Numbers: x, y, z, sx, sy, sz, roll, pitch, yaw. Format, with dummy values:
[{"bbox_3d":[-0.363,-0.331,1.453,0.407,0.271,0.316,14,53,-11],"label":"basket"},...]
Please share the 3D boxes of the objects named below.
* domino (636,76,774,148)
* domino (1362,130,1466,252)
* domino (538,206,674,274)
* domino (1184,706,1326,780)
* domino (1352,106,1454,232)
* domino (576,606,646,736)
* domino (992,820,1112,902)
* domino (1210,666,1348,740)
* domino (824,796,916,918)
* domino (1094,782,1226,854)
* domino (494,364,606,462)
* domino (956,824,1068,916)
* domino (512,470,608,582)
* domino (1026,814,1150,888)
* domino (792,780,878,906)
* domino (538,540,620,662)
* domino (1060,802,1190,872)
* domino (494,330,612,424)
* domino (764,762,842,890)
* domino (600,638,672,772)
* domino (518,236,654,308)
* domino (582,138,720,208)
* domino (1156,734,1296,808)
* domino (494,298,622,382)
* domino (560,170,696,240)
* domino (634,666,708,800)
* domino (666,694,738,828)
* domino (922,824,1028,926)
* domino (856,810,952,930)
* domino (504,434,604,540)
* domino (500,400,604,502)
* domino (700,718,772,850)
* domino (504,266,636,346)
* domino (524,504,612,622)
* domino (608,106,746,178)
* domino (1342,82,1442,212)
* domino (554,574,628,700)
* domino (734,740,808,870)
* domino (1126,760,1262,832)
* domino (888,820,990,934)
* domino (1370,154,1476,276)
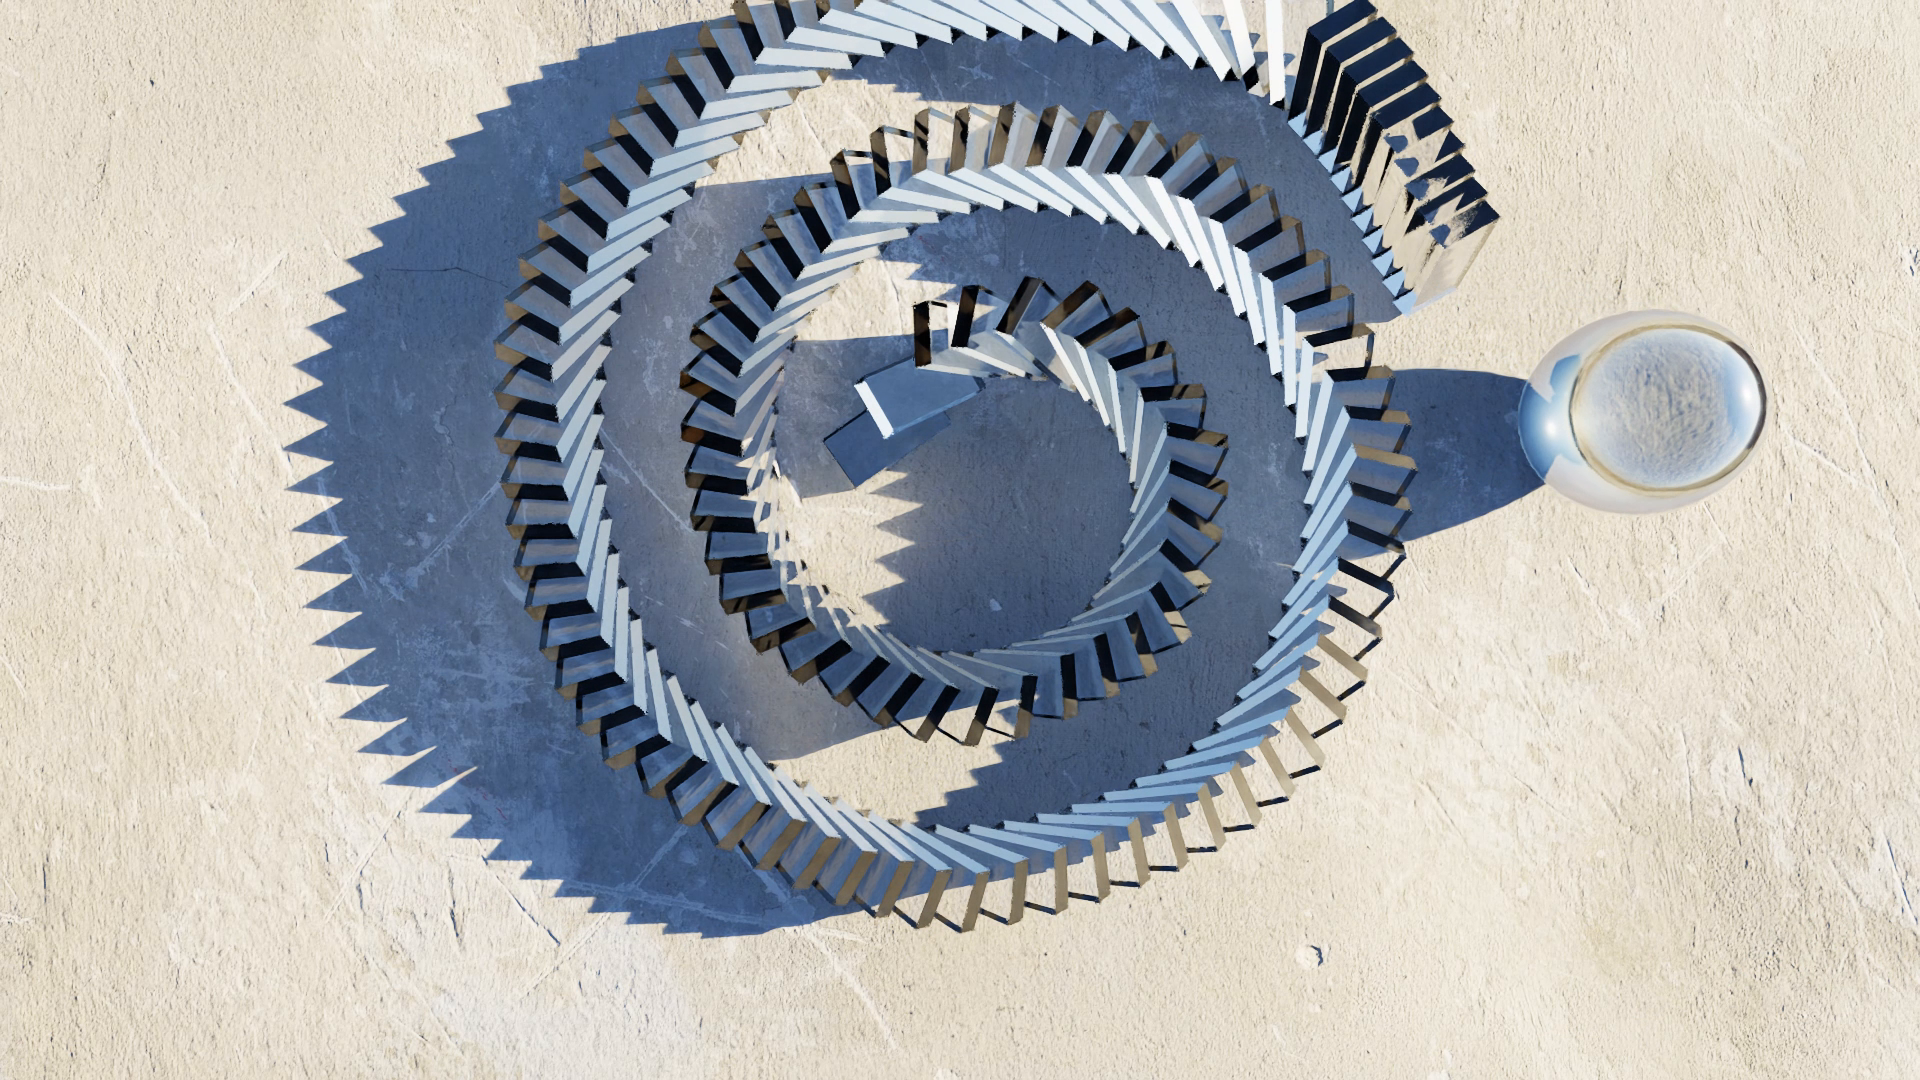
[{"bbox_3d":[-0.105,-0.181,0.381,0.050,0.009,0.025,-38,90,-39],"label":"domino"},{"bbox_3d":[0.184,-0.141,0.375,0.025,0.050,0.009,-30,70,0],"label":"domino"},{"bbox_3d":[-0.146,-0.132,0.381,0.025,0.009,0.050,38,51,0],"label":"domino"},{"bbox_3d":[0.122,0.090,0.380,0.050,0.010,0.025,-35,91,40],"label":"domino"},{"bbox_3d":[0.180,-0.150,0.375,0.025,0.050,0.009,-29,70,0],"label":"domino"},{"bbox_3d":[-0.145,0.054,0.380,0.025,0.010,0.050,-21,50,1],"label":"domino"},{"bbox_3d":[0.037,0.133,0.381,0.050,0.009,0.025,-7,90,39],"label":"domino"},{"bbox_3d":[0.131,0.075,0.380,0.025,0.009,0.050,42,131,0],"label":"domino"},{"bbox_3d":[-0.043,0.131,0.380,0.050,0.009,0.025,26,91,40],"label":"domino"},{"bbox_3d":[0.082,0.117,0.380,0.050,0.010,0.025,-20,90,40],"label":"domino"},{"bbox_3d":[-0.169,-0.055,0.381,0.025,0.010,0.050,9,51,0],"label":"domino"},{"bbox_3d":[0.021,0.136,0.380,0.050,0.010,0.025,-2,90,39],"label":"domino"},{"bbox_3d":[-0.165,-0.007,0.381,0.025,0.009,0.050,-5,51,0],"label":"domino"},{"bbox_3d":[0.052,0.128,0.381,0.050,0.009,0.025,-12,90,39],"label":"domino"},{"bbox_3d":[-0.059,0.125,0.380,0.050,0.009,0.025,31,90,39],"label":"domino"},{"bbox_3d":[-0.157,0.024,0.380,0.025,0.010,0.050,-13,51,0],"label":"domino"},{"bbox_3d":[0.067,0.123,0.380,0.050,0.010,0.025,-16,90,40],"label":"domino"},{"bbox_3d":[-0.168,-0.071,0.380,0.025,0.010,0.050,14,50,0],"label":"domino"},{"bbox_3d":[-0.073,0.118,0.381,0.050,0.009,0.025,34,90,39],"label":"domino"},{"bbox_3d":[-0.137,0.067,0.380,0.025,0.010,0.050,-27,50,0],"label":"domino"},{"bbox_3d":[-0.154,-0.118,0.380,0.025,0.010,0.050,34,51,0],"label":"domino"},{"bbox_3d":[-0.127,-0.158,0.381,0.025,0.010,0.050,45,51,0],"label":"domino"},{"bbox_3d":[0.109,0.100,0.380,0.050,0.010,0.025,-29,91,40],"label":"domino"},{"bbox_3d":[-0.166,-0.088,0.380,0.025,0.009,0.050,24,50,0],"label":"domino"},{"bbox_3d":[-0.137,-0.145,0.381,0.025,0.010,0.050,41,51,0],"label":"domino"},{"bbox_3d":[-0.124,0.079,0.380,0.025,0.010,0.050,-38,50,0],"label":"domino"},{"bbox_3d":[-0.113,0.091,0.380,0.025,0.010,0.050,-42,51,0],"label":"domino"},{"bbox_3d":[0.004,0.138,0.380,0.050,0.010,0.025,6,90,40],"label":"domino"},{"bbox_3d":[-0.028,0.136,0.380,0.050,0.009,0.025,22,91,40],"label":"domino"},{"bbox_3d":[-0.167,-0.023,0.381,0.025,0.009,0.050,-1,51,0],"label":"domino"},{"bbox_3d":[-0.168,-0.039,0.381,0.025,0.010,0.050,3,51,0],"label":"domino"},{"bbox_3d":[-0.100,0.101,0.381,0.025,0.010,0.050,-47,51,0],"label":"domino"},{"bbox_3d":[-0.161,-0.104,0.380,0.025,0.009,0.050,29,51,0],"label":"domino"},{"bbox_3d":[-0.162,0.009,0.381,0.025,0.009,0.050,-8,51,0],"label":"domino"},{"bbox_3d":[-0.117,-0.170,0.381,0.025,0.009,0.050,49,51,0],"label":"domino"},{"bbox_3d":[0.175,-0.159,0.375,0.025,0.050,0.009,-29,70,0],"label":"domino"},{"bbox_3d":[-0.152,0.040,0.380,0.025,0.010,0.050,-17,50,1],"label":"domino"},{"bbox_3d":[-0.087,0.110,0.381,0.050,0.010,0.025,38,90,39],"label":"domino"},{"bbox_3d":[0.096,0.109,0.380,0.050,0.010,0.025,-24,91,40],"label":"domino"},{"bbox_3d":[-0.012,0.139,0.380,0.050,0.010,0.025,16,91,40],"label":"domino"},{"bbox_3d":[0.188,-0.132,0.375,0.025,0.050,0.009,-29,70,0],"label":"domino"}]
